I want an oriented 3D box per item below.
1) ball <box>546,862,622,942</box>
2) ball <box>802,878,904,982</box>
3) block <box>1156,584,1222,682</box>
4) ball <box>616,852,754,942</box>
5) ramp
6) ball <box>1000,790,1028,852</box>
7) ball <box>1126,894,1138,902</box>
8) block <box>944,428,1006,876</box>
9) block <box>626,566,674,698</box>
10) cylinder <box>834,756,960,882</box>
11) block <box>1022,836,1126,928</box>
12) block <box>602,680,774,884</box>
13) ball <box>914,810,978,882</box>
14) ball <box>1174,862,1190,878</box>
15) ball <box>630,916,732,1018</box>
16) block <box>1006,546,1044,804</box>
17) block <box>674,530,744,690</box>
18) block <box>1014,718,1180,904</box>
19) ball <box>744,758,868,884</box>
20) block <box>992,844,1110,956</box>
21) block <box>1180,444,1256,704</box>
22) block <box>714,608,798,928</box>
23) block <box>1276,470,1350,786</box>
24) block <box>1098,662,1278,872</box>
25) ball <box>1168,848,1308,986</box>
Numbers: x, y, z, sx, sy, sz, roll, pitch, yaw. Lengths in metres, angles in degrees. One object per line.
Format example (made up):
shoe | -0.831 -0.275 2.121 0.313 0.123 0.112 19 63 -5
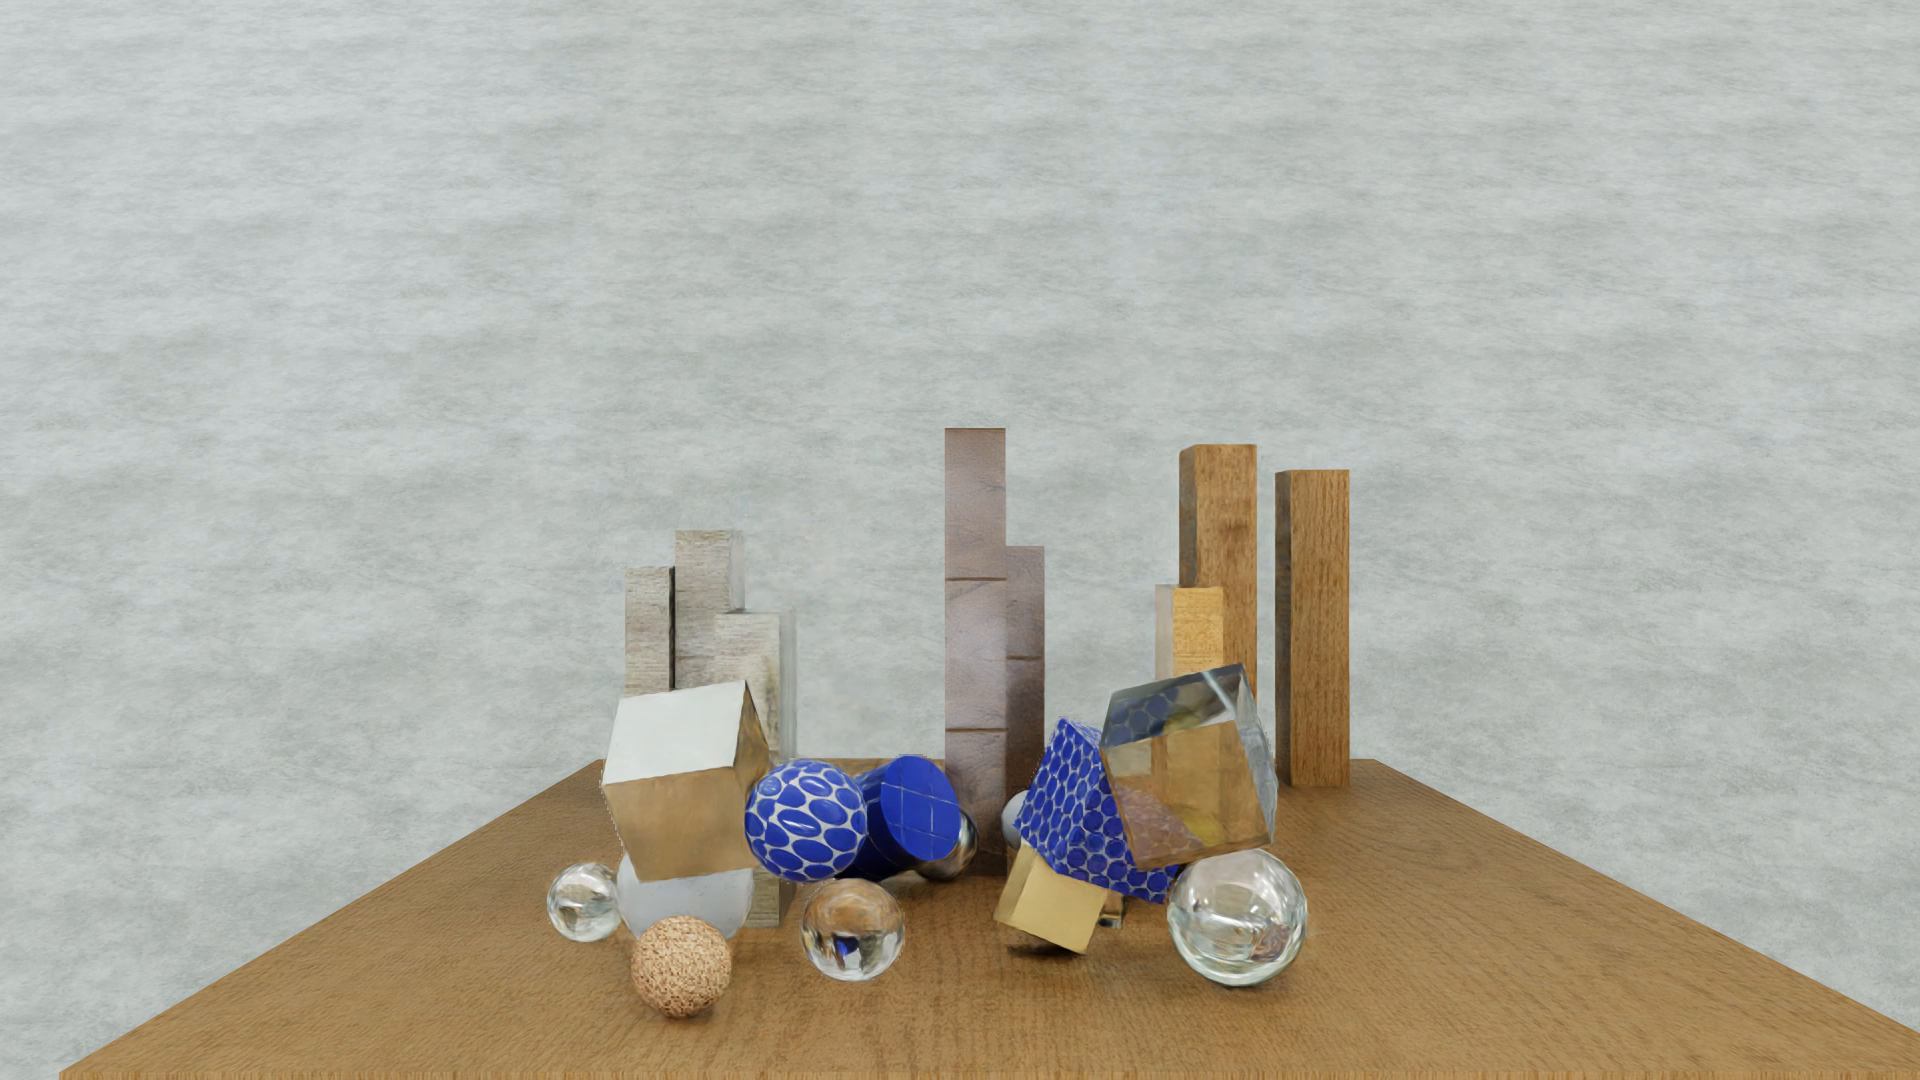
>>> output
ball | -0.513 0.498 3.558 0.109 0.109 0.109 0 31 0
ball | -0.134 0.487 3.238 0.129 0.129 0.129 0 31 0
block | 0.406 0.319 4.614 0.083 0.475 0.407 0 0 0
ball | -0.359 0.453 3.378 0.180 0.180 0.180 0 31 0
ramp | 0.068 0.607 4.674 2.000 0.100 4.000 0 0 0
ball | 0.122 0.463 4.237 0.111 0.111 0.111 0 31 0
ball | 0.243 0.468 3.966 0.171 0.171 0.171 0 31 0
block | 0.025 0.186 4.431 0.101 0.741 0.305 0 0 0
block | -0.660 0.310 5.590 0.089 0.502 0.261 0 0 0
cylinder | -0.119 0.447 4.099 0.170 0.170 0.170 -26 11 40
block | 0.168 0.483 3.774 0.142 0.142 0.142 0 0 7
block | -0.334 0.302 3.239 0.165 0.165 0.165 -9 35 8
ball | -0.033 0.492 4.214 0.125 0.125 0.125 0 31 0
ball | 0.365 0.465 4.250 0.180 0.180 0.180 0 31 0
ball | -0.321 0.492 2.988 0.117 0.117 0.117 0 31 0
block | 0.108 0.285 5.107 0.107 0.547 0.294 0 0 0
block | -0.553 0.270 5.742 0.119 0.582 0.380 0 0 0
block | 0.199 0.356 3.417 0.162 0.162 0.162 20 8 -24
ball | -0.182 0.331 3.054 0.146 0.146 0.146 0 31 0
block | 0.124 0.482 3.479 0.109 0.109 0.109 23 -8 -9
block | 0.579 0.177 5.838 0.132 0.769 0.431 0 0 0
block | -0.303 0.330 3.890 0.092 0.447 0.415 0 0 0
block | 0.820 0.201 6.036 0.135 0.722 0.279 0 0 0
block | 0.283 0.277 3.172 0.169 0.169 0.169 -14 18 14
ball | 0.343 0.464 3.200 0.173 0.173 0.173 0 31 0
